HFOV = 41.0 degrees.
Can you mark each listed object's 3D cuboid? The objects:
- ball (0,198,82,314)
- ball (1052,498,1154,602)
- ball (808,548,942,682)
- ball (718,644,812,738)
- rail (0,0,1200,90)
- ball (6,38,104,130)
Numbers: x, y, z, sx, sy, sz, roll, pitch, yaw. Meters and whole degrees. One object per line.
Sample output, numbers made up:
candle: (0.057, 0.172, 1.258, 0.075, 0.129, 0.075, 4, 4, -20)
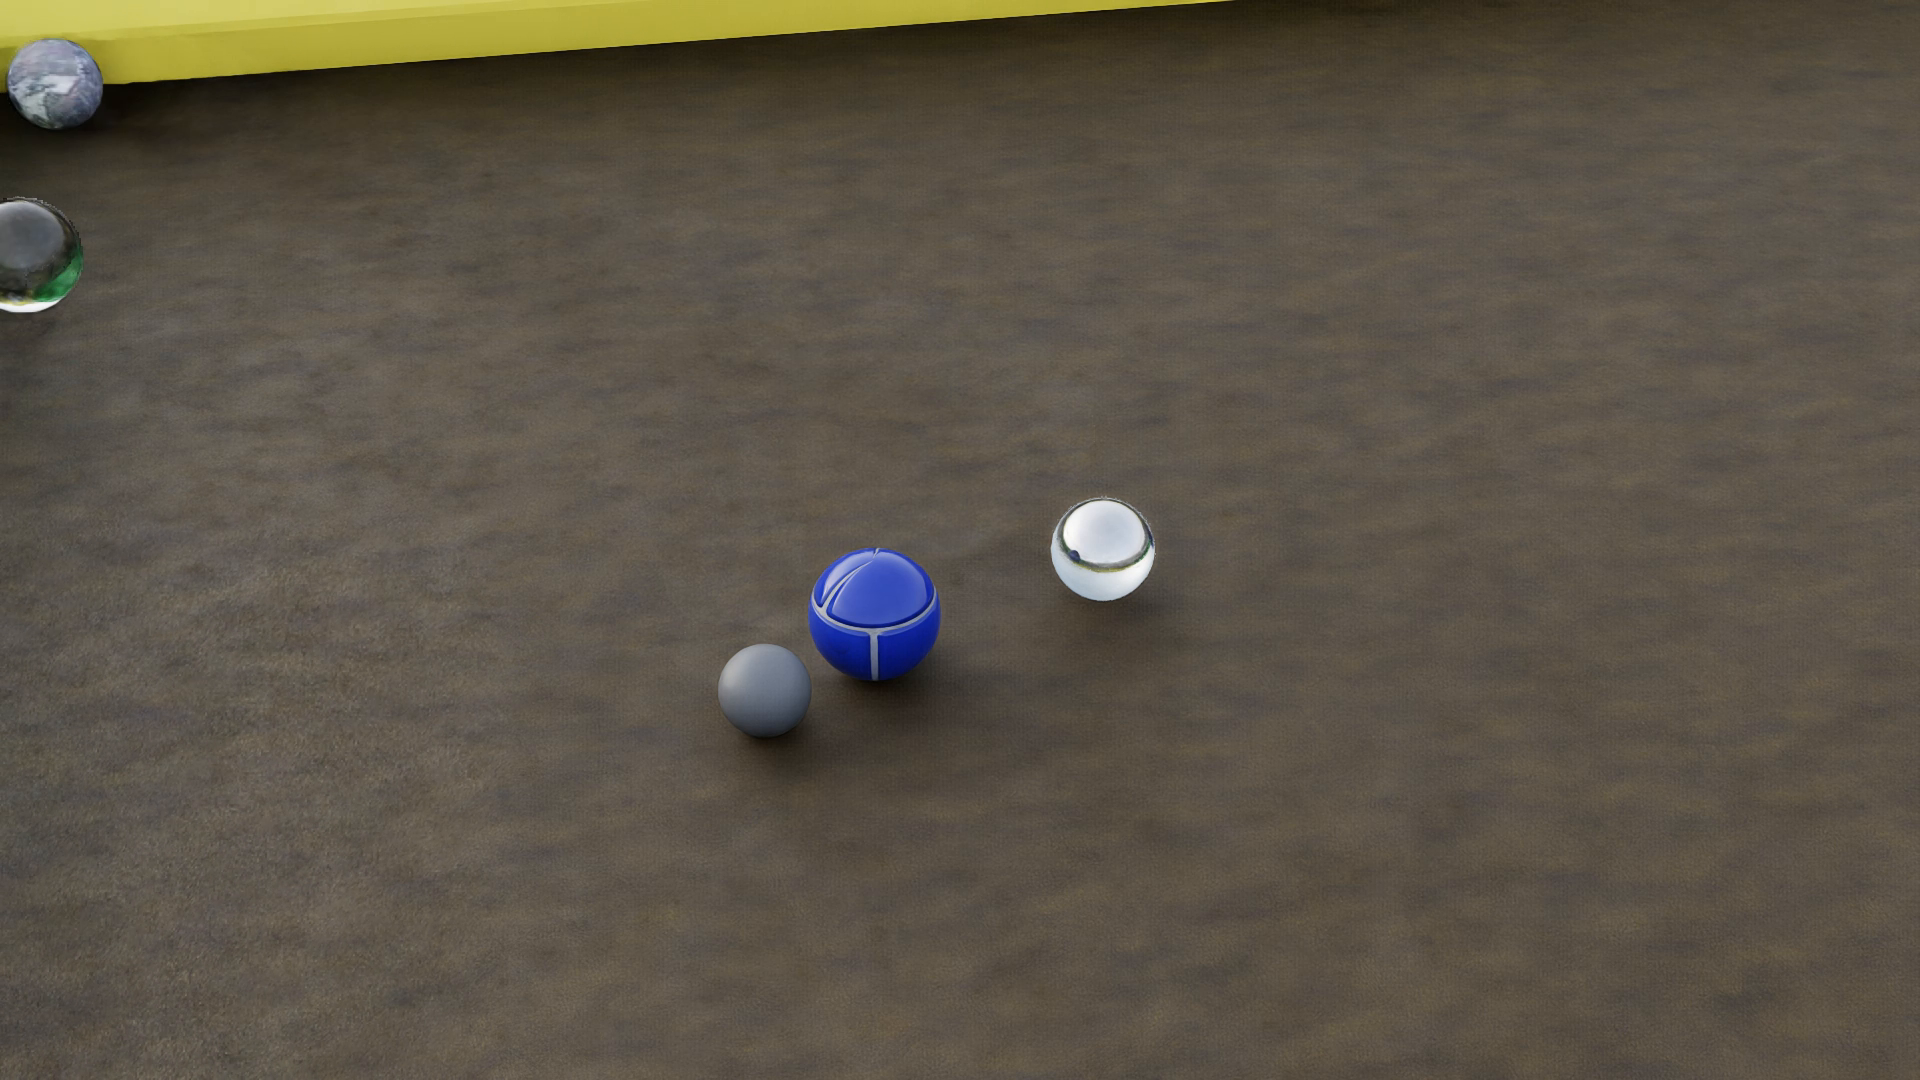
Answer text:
ball: (-0.694, -0.210, 1.898, 0.084, 0.084, 0.084, 0, 36, 0)
ball: (0.090, 0.006, 1.615, 0.065, 0.065, 0.065, 0, 36, 0)
ball: (-0.052, 0.045, 1.548, 0.081, 0.081, 0.081, 0, 36, 0)
ball: (-0.115, 0.089, 1.509, 0.055, 0.055, 0.055, 0, 36, 0)
rail: (0.580, -0.573, 2.360, 2.943, 0.128, 0.045, -6, 36, -8)
ball: (-0.755, -0.380, 2.140, 0.076, 0.076, 0.076, 0, 36, 0)
